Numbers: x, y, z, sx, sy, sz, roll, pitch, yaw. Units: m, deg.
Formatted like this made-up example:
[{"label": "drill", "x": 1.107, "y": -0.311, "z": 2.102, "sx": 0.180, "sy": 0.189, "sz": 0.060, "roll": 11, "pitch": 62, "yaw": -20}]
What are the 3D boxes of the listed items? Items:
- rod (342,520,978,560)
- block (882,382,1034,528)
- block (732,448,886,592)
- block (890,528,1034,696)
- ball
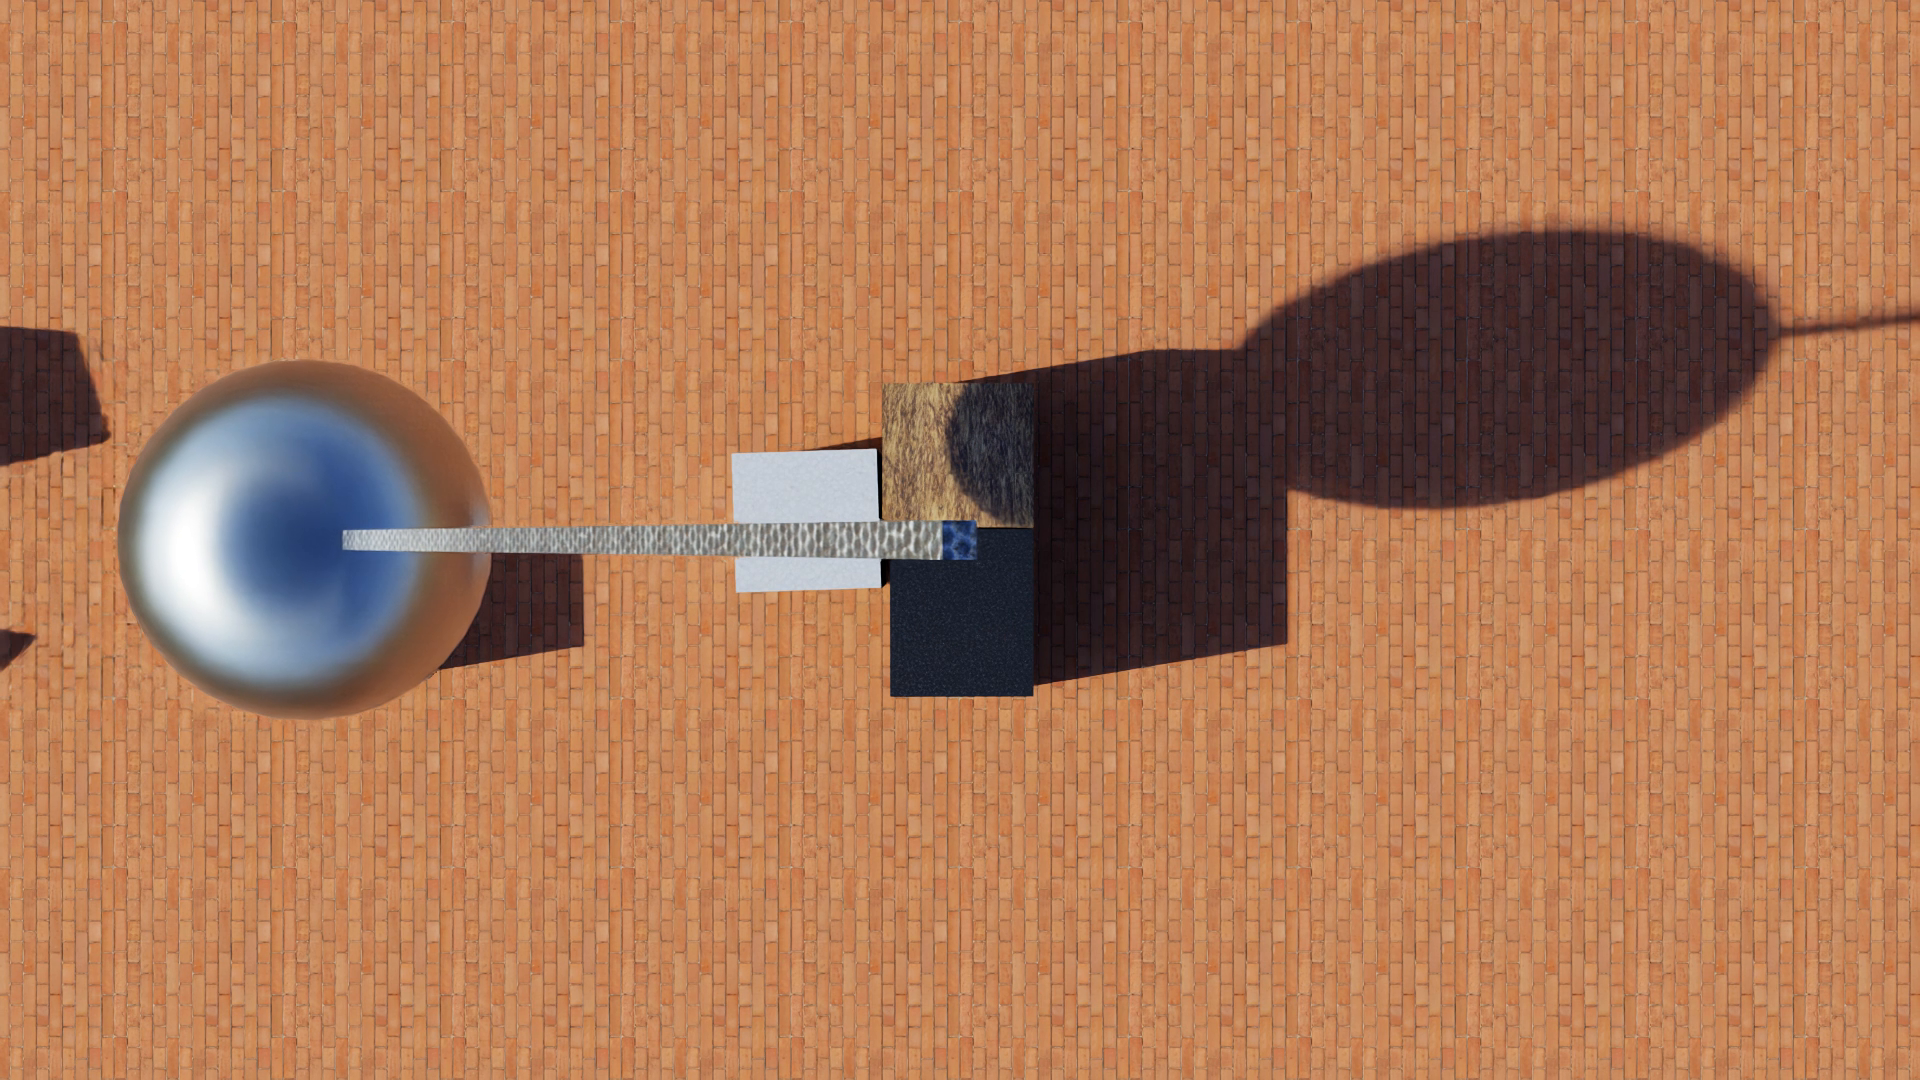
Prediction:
[{"label": "rod", "x": -1.248, "y": 0.000, "z": 6.750, "sx": 0.080, "sy": 5.200, "sz": 0.080, "roll": 0, "pitch": 90, "yaw": -29}, {"label": "block", "x": -0.011, "y": -0.469, "z": 12.574, "sx": 0.835, "sy": 0.852, "sz": 0.796, "roll": 0, "pitch": 90, "yaw": 0}, {"label": "block", "x": -0.849, "y": -0.107, "z": 12.573, "sx": 0.801, "sy": 0.854, "sz": 0.768, "roll": -2, "pitch": 90, "yaw": 0}, {"label": "block", "x": 0.010, "y": 0.404, "z": 12.585, "sx": 0.795, "sy": 0.831, "sz": 0.929, "roll": 0, "pitch": 90, "yaw": 0}, {"label": "ball", "x": -2.879, "y": 0.000, "z": 9.733, "sx": 1.600, "sy": 1.600, "sz": 1.600, "roll": 0, "pitch": 90, "yaw": 0}]
